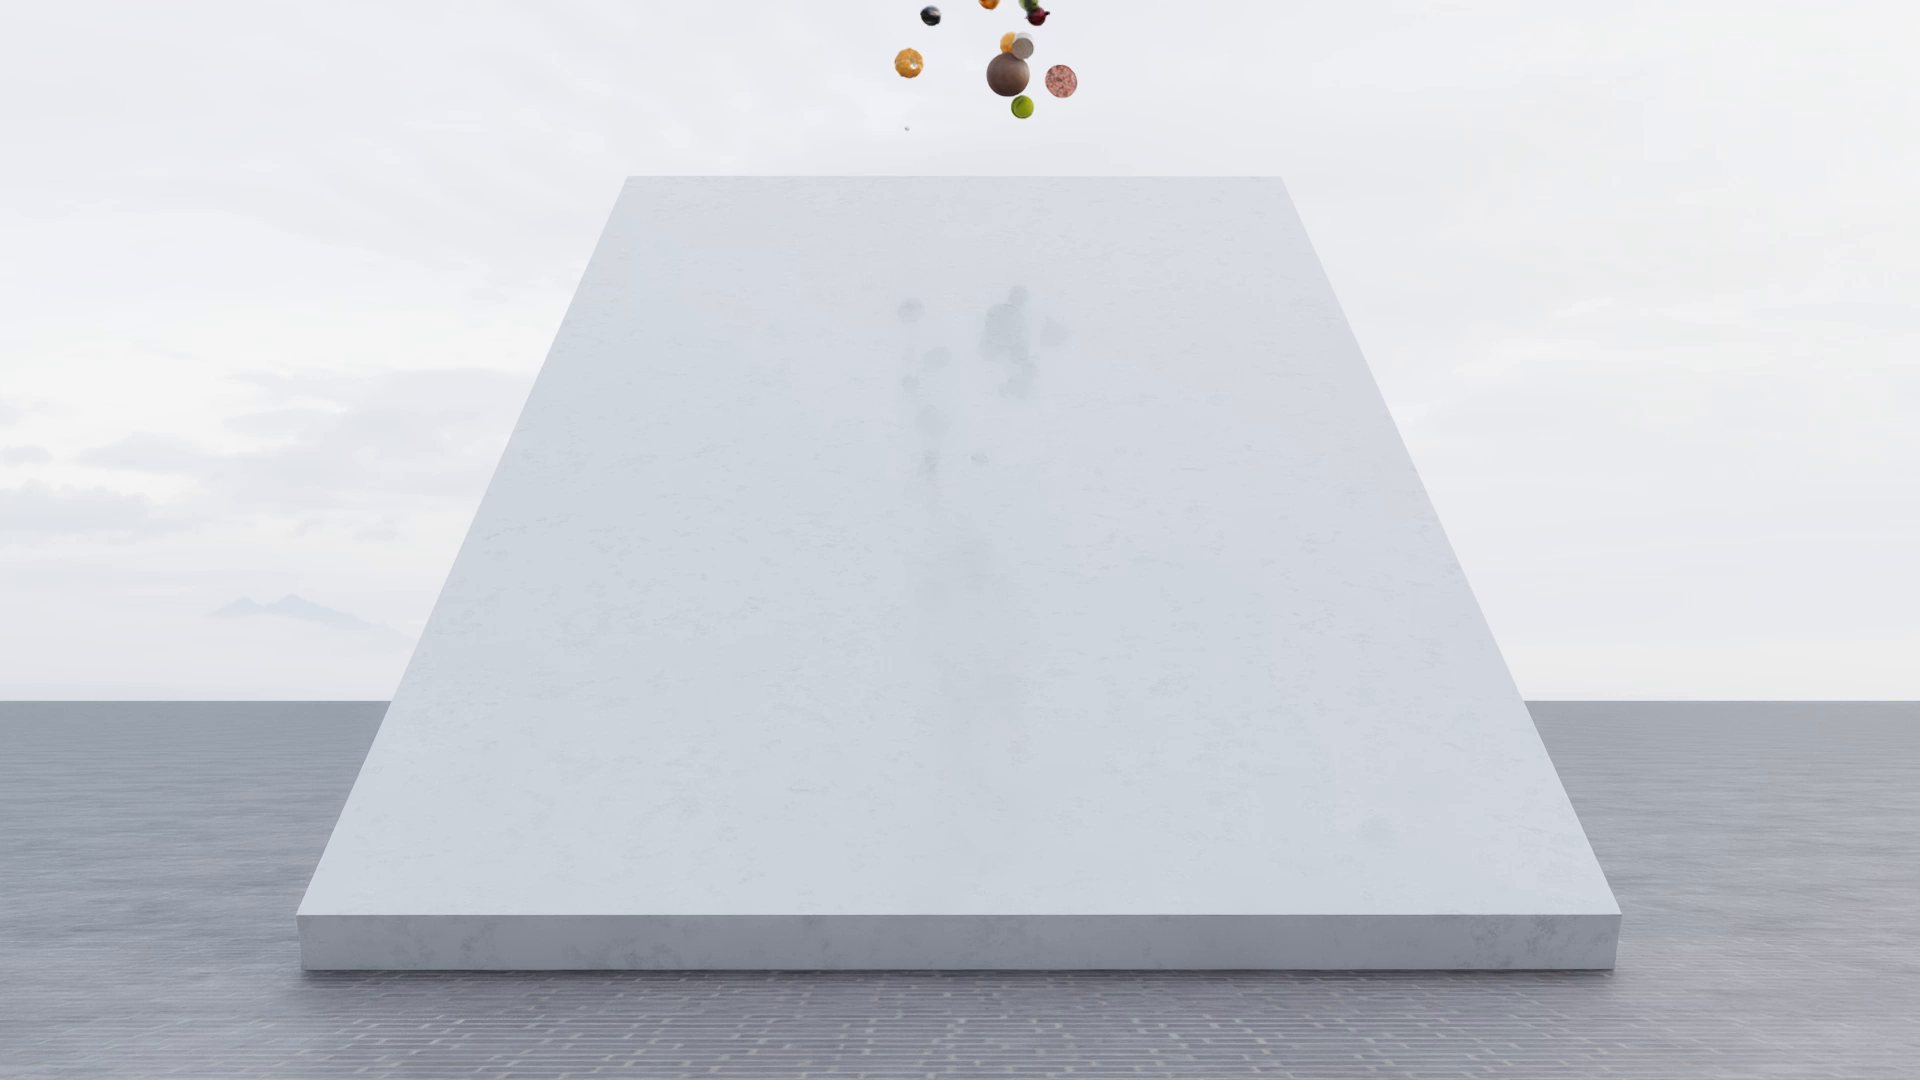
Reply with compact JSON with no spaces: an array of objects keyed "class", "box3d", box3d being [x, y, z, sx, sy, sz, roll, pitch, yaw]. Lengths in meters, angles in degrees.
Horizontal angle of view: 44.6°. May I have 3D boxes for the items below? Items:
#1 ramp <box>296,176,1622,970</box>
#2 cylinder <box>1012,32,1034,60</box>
[{"class":"ramp","box3d":[-0.009,-0.229,5.362,2.000,0.100,4.000,0,25,0]},{"class":"cylinder","box3d":[0.184,-1.436,6.792,0.065,0.065,0.065,0,27,4]}]
